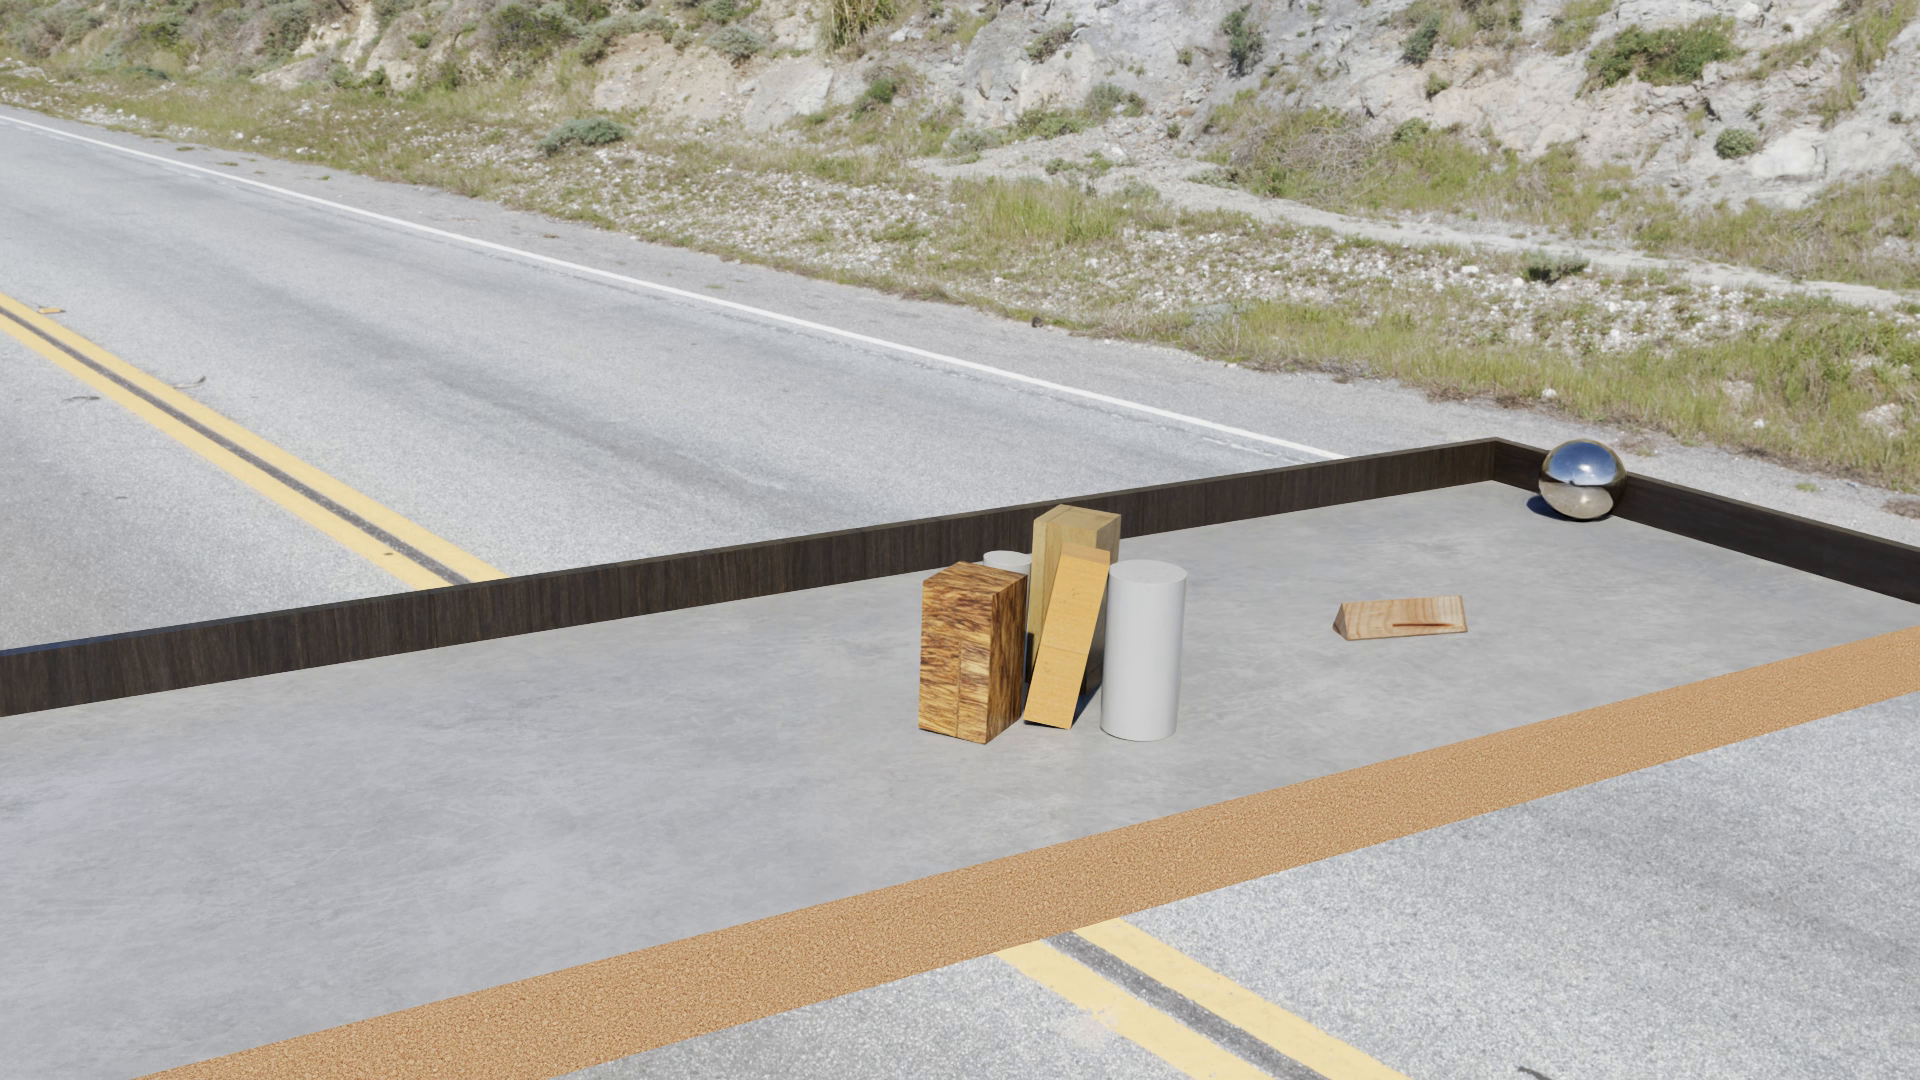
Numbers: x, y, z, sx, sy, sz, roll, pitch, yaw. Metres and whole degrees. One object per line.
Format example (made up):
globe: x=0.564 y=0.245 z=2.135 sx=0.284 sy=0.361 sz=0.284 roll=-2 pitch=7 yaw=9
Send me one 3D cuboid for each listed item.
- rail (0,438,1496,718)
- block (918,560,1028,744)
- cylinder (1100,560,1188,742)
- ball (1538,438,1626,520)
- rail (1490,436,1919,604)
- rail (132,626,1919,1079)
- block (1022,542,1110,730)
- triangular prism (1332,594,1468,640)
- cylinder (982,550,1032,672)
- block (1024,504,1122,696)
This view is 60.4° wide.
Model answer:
rail: x=-3.305 y=0.497 z=3.399 sx=12.000 sy=0.150 sz=0.050 roll=-9 pitch=18 yaw=-27
block: x=0.030 y=0.258 z=3.824 sx=0.177 sy=0.361 sz=0.177 roll=11 pitch=20 yaw=27
cylinder: x=0.422 y=0.253 z=3.811 sx=0.180 sy=0.380 sz=0.180 roll=1 pitch=17 yaw=0
ball: x=2.098 y=-0.205 z=5.566 sx=0.274 sy=0.274 sz=0.274 roll=0 pitch=16 yaw=0
rail: x=2.466 y=-0.048 z=5.253 sx=0.050 sy=0.150 sz=2.100 roll=-9 pitch=18 yaw=-27
rail: x=-2.336 y=1.006 z=1.665 sx=12.000 sy=0.150 sz=0.050 roll=-9 pitch=18 yaw=-27
block: x=0.248 y=0.222 z=3.844 sx=0.113 sy=0.411 sz=0.113 roll=13 pitch=17 yaw=2
triangular prism: x=1.202 y=0.203 z=4.497 sx=0.349 sy=0.090 sz=0.103 roll=-3 pitch=16 yaw=-11
cylinder: x=0.107 y=0.198 z=4.094 sx=0.123 sy=0.322 sz=0.123 roll=4 pitch=16 yaw=-1
block: x=0.280 y=0.146 z=4.093 sx=0.164 sy=0.424 sz=0.164 roll=11 pitch=19 yaw=24
